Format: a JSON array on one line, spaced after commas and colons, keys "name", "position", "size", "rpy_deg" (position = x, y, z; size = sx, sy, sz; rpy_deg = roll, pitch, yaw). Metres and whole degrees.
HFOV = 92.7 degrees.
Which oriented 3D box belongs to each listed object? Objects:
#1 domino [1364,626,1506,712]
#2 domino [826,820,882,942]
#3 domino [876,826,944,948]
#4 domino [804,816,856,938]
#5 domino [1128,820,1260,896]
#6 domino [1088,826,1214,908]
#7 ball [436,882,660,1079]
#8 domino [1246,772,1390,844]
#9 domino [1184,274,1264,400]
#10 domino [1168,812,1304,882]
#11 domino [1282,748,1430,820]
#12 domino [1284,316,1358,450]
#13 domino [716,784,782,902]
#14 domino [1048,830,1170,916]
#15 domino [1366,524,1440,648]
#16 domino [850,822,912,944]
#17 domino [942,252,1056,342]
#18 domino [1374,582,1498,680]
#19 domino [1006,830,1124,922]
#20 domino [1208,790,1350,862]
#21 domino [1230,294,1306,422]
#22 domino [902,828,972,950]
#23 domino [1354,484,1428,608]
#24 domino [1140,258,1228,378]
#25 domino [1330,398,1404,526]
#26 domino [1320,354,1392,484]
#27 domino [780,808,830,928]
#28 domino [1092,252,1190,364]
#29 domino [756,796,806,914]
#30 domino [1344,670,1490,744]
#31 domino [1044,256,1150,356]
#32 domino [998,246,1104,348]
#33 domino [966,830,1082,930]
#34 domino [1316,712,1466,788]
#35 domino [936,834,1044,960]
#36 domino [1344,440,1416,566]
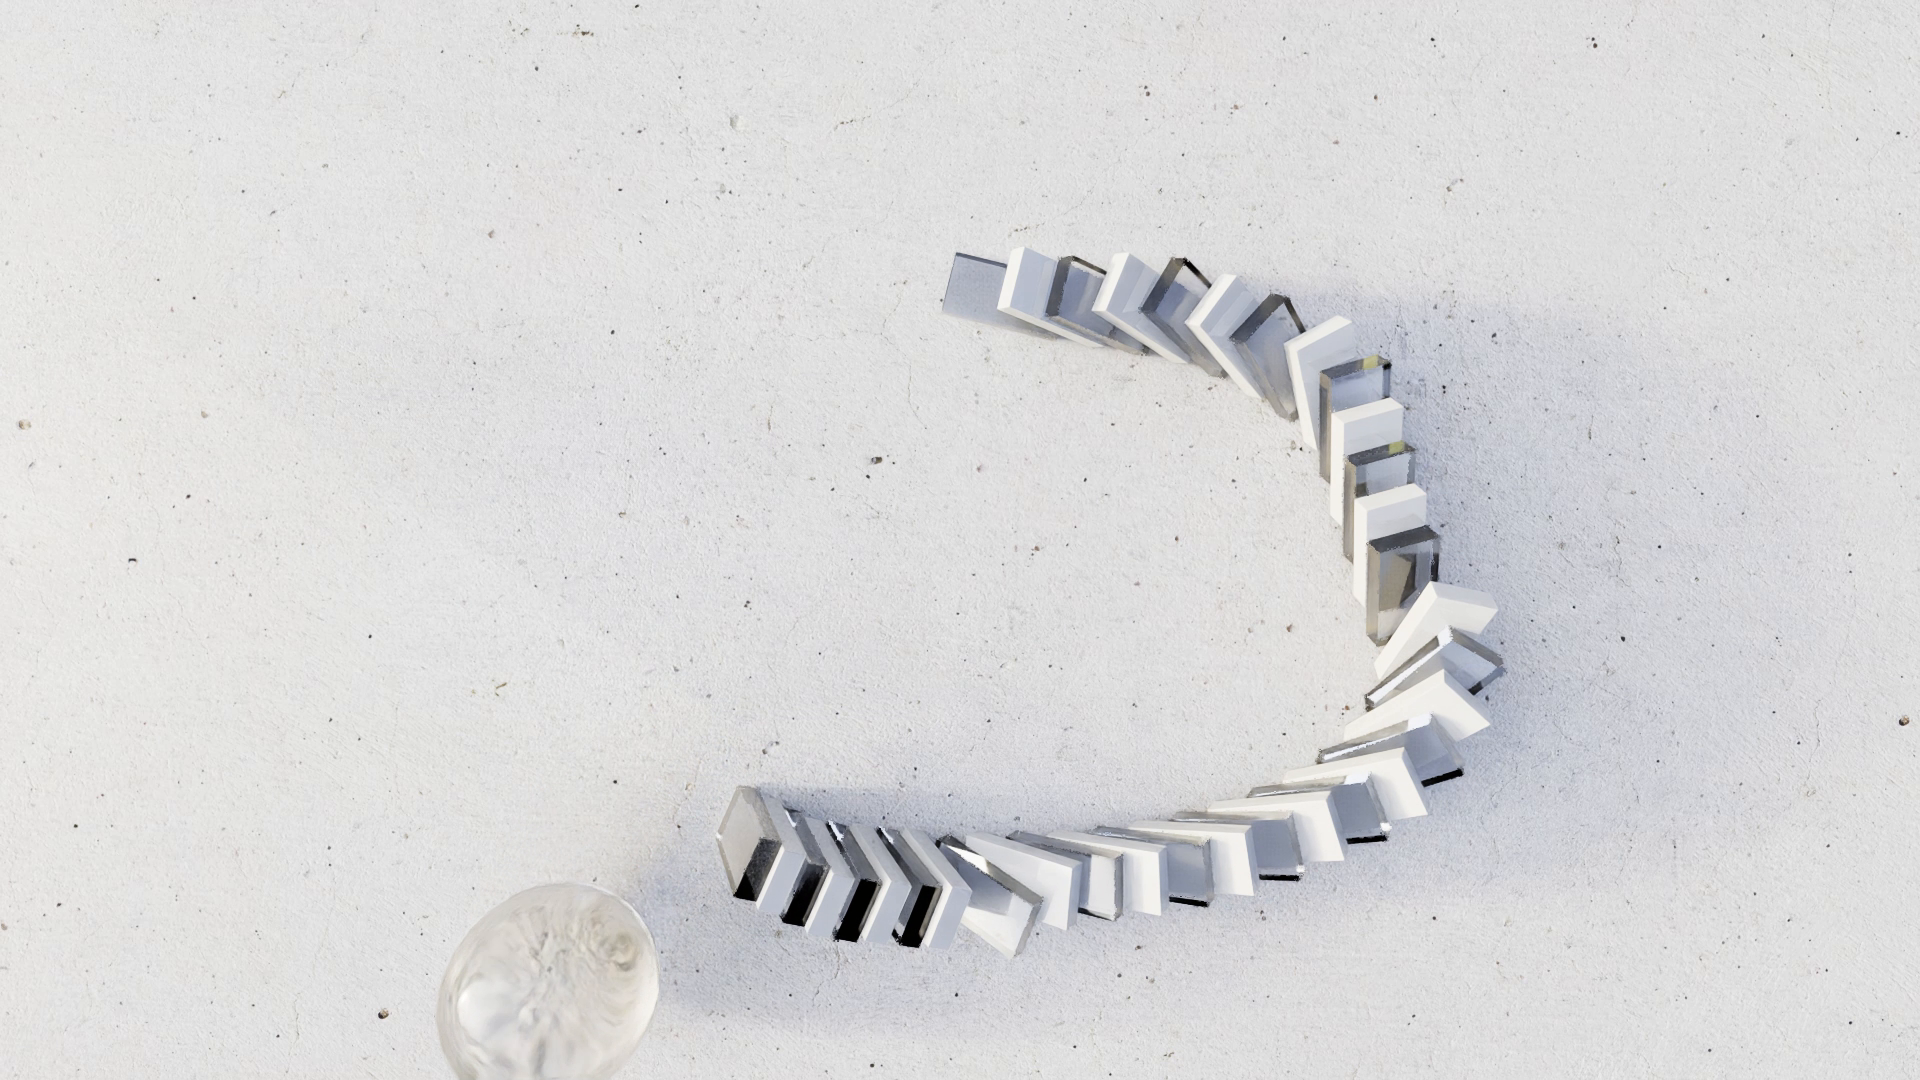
[{"name": "domino", "position": [0.196, 0.060, 0.381], "size": [0.025, 0.009, 0.050], "rpy_deg": [30, 128, -1]}, {"name": "domino", "position": [-0.049, 0.139, 0.375], "size": [0.009, 0.050, 0.025], "rpy_deg": [24, 90, -25]}, {"name": "domino", "position": [-0.025, 0.141, 0.376], "size": [0.009, 0.050, 0.025], "rpy_deg": [22, 90, -27]}, {"name": "domino", "position": [-0.059, 0.137, 0.375], "size": [0.009, 0.050, 0.025], "rpy_deg": [24, 90, -25]}, {"name": "domino", "position": [0.097, 0.132, 0.382], "size": [0.050, 0.009, 0.025], "rpy_deg": [-9, 90, 34]}, {"name": "domino", "position": [0.079, 0.136, 0.382], "size": [0.050, 0.009, 0.025], "rpy_deg": [-5, 90, 33]}, {"name": "ball", "position": [-0.160, 0.177, 0.360], "size": [0.080, 0.080, 0.080], "rpy_deg": [0, 90, 0]}, {"name": "domino", "position": [0.148, 0.114, 0.382], "size": [0.050, 0.010, 0.025], "rpy_deg": [-20, 90, 35]}, {"name": "domino", "position": [0.118, -0.084, 0.383], "size": [0.050, 0.010, 0.025], "rpy_deg": [37, 90, -32]}, {"name": "domino", "position": [0.115, 0.127, 0.382], "size": [0.050, 0.010, 0.025], "rpy_deg": [-12, 90, 34]}, {"name": "domino", "position": [0.164, 0.105, 0.381], "size": [0.050, 0.009, 0.025], "rpy_deg": [-25, 91, 36]}, {"name": "domino", "position": [0.153, -0.065, 0.382], "size": [0.025, 0.009, 0.050], "rpy_deg": [-28, 124, -1]}, {"name": "domino", "position": [-0.087, 0.123, 0.375], "size": [0.009, 0.050, 0.025], "rpy_deg": [24, 90, -25]}, {"name": "domino", "position": [0.061, 0.138, 0.382], "size": [0.050, 0.009, 0.025], "rpy_deg": [-3, 90, 33]}, {"name": "domino", "position": [0.184, 0.020, 0.383], "size": [0.025, 0.009, 0.050], "rpy_deg": [-15, 122, 0]}, {"name": "domino", "position": [-0.037, 0.139, 0.375], "size": [0.010, 0.050, 0.025], "rpy_deg": [24, 90, -25]}, {"name": "domino", "position": [0.020, -0.105, 0.395], "size": [0.050, 0.010, 0.025], "rpy_deg": [14, 90, 0]}, {"name": "domino", "position": [0.196, 0.041, 0.380], "size": [0.025, 0.010, 0.050], "rpy_deg": [12, 130, -1]}, {"name": "domino", "position": [0.043, 0.139, 0.382], "size": [0.050, 0.010, 0.025], "rpy_deg": [0, 90, 33]}, {"name": "domino", "position": [0.132, 0.121, 0.382], "size": [0.050, 0.009, 0.025], "rpy_deg": [-17, 90, 35]}, {"name": "domino", "position": [0.134, -0.075, 0.382], "size": [0.025, 0.009, 0.050], "rpy_deg": [-47, 125, 0]}, {"name": "domino", "position": [-0.014, 0.142, 0.375], "size": [0.009, 0.050, 0.025], "rpy_deg": [21, 91, -27]}, {"name": "domino", "position": [0.179, 0.003, 0.383], "size": [0.025, 0.009, 0.050], "rpy_deg": [-15, 123, 0]}, {"name": "domino", "position": [0.100, -0.092, 0.383], "size": [0.050, 0.009, 0.025], "rpy_deg": [31, 90, -33]}, {"name": "domino", "position": [0.169, -0.032, 0.382], "size": [0.025, 0.010, 0.050], "rpy_deg": [-15, 123, -1]}, {"name": "domino", "position": [0.164, -0.049, 0.382], "size": [0.025, 0.010, 0.050], "rpy_deg": [-16, 123, -2]}, {"name": "domino", "position": [-0.069, 0.133, 0.375], "size": [0.010, 0.050, 0.025], "rpy_deg": [24, 90, -25]}, {"name": "domino", "position": [0.080, -0.096, 0.383], "size": [0.050, 0.010, 0.025], "rpy_deg": [22, 90, -31]}, {"name": "domino", "position": [-0.078, 0.128, 0.375], "size": [0.010, 0.050, 0.025], "rpy_deg": [24, 90, -25]}, {"name": "domino", "position": [0.189, 0.077, 0.381], "size": [0.025, 0.009, 0.050], "rpy_deg": [42, 127, -1]}, {"name": "domino", "position": [0.060, -0.097, 0.383], "size": [0.050, 0.010, 0.025], "rpy_deg": [14, 91, -32]}, {"name": "domino", "position": [0.042, -0.101, 0.383], "size": [0.050, 0.010, 0.025], "rpy_deg": [14, 90, -30]}, {"name": "domino", "position": [0.025, 0.141, 0.382], "size": [0.050, 0.009, 0.025], "rpy_deg": [6, 91, 33]}, {"name": "domino", "position": [0.178, 0.093, 0.381], "size": [0.050, 0.009, 0.025], "rpy_deg": [-34, 91, 36]}, {"name": "domino", "position": [0.008, 0.148, 0.381], "size": [0.050, 0.009, 0.025], "rpy_deg": [25, 100, 31]}, {"name": "domino", "position": [0.175, -0.015, 0.382], "size": [0.025, 0.009, 0.050], "rpy_deg": [-15, 123, 0]}]
